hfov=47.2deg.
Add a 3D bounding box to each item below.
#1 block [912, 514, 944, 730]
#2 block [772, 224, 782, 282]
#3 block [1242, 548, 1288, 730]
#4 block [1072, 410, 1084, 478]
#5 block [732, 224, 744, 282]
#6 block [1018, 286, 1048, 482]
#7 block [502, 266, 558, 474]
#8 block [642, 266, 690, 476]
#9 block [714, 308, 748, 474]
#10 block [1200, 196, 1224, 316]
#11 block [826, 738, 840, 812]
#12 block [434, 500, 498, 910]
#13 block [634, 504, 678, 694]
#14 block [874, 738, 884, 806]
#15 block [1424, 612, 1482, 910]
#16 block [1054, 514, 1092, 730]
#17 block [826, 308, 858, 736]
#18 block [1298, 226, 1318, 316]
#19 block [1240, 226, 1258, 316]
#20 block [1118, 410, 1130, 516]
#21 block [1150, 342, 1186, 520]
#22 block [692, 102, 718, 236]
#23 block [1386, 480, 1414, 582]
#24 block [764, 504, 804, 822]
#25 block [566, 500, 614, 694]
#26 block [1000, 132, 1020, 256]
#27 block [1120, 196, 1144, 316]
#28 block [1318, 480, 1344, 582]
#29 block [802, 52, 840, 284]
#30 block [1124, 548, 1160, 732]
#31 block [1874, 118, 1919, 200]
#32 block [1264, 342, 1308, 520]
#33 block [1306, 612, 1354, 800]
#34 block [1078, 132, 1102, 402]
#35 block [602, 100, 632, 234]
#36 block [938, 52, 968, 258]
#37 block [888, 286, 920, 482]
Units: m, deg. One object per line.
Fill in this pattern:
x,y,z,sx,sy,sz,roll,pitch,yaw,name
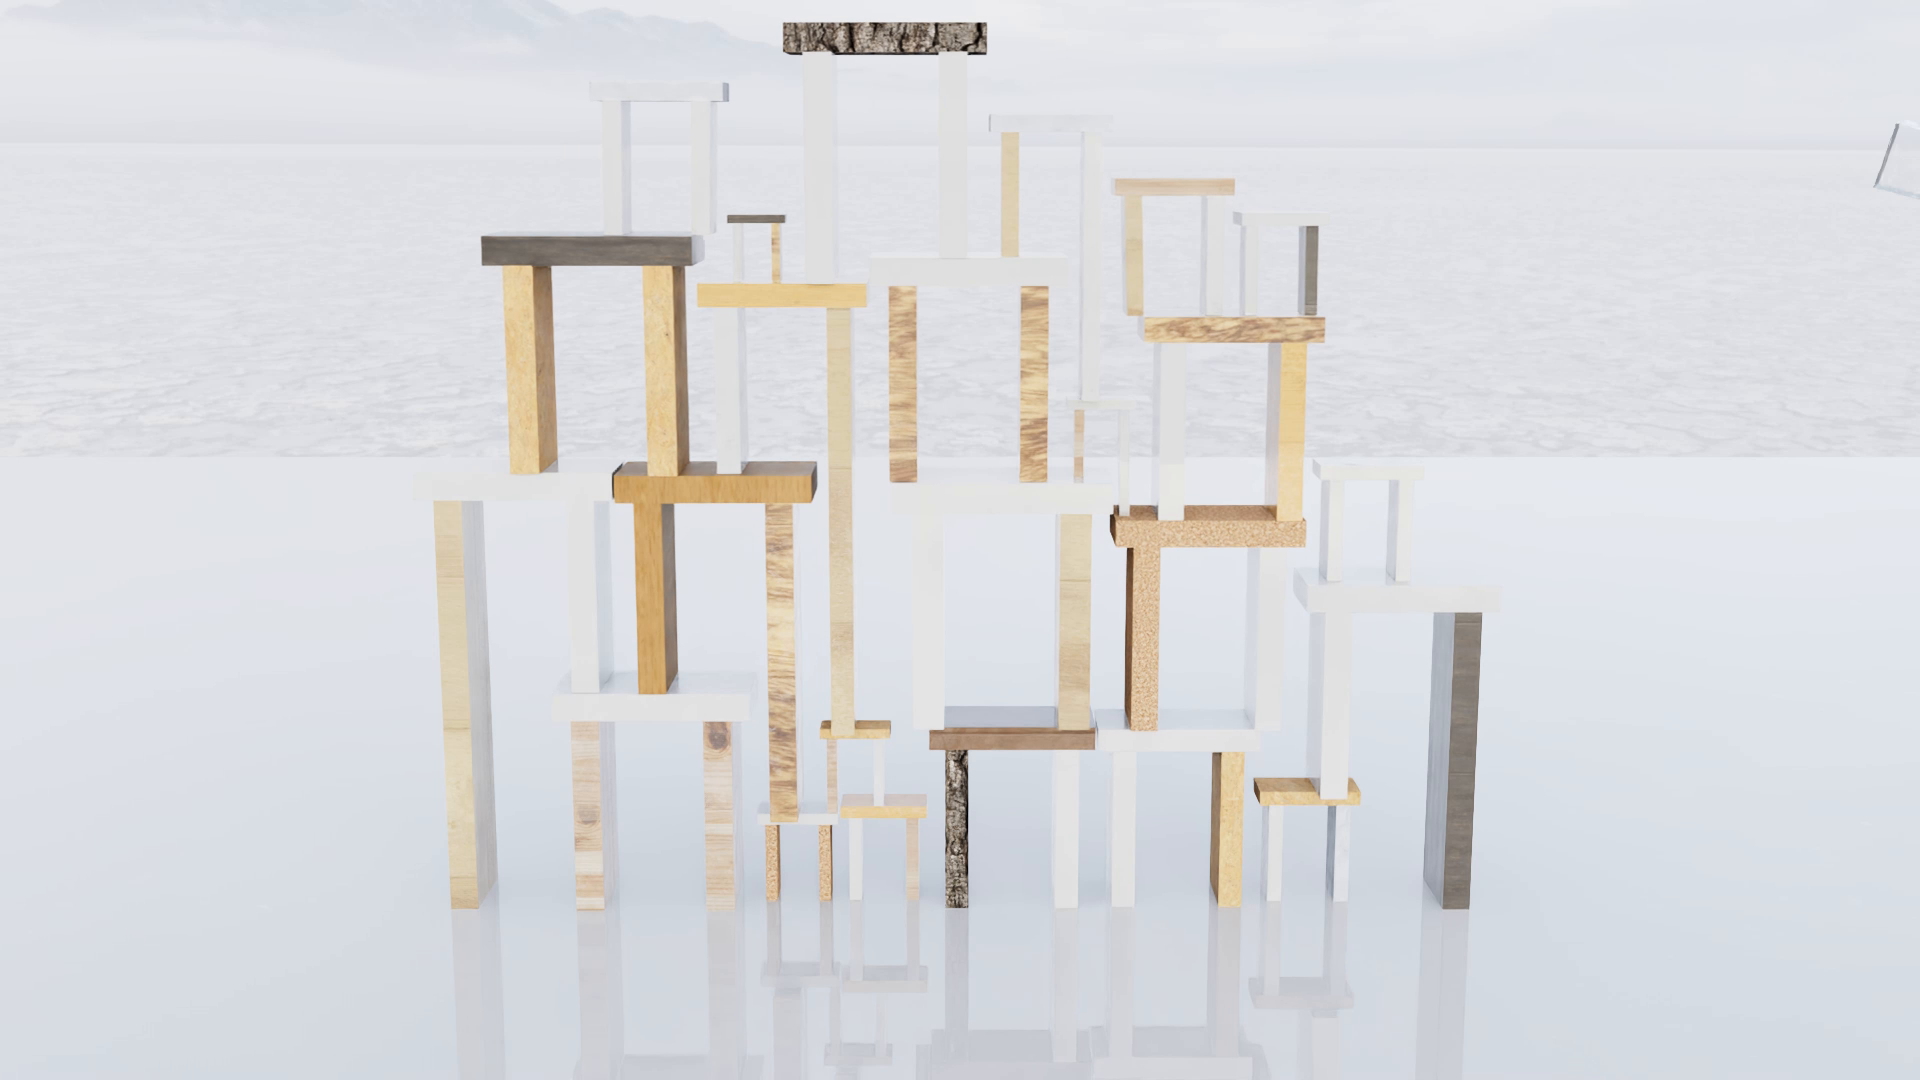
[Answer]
-0.051,0.116,3.584,0.050,0.351,0.176,0,11,0,block
-0.289,-0.455,3.471,0.013,0.091,0.045,0,11,0,block
0.497,0.146,3.592,0.043,0.302,0.151,0,11,0,block
0.190,-0.159,3.529,0.015,0.109,0.054,0,11,1,block
-0.349,-0.455,3.470,0.013,0.091,0.045,0,11,0,block
0.116,-0.257,3.514,0.044,0.308,0.154,0,11,0,block
-0.684,-0.278,3.505,0.046,0.325,0.162,0,11,0,block
-0.467,-0.276,3.503,0.046,0.328,0.162,0,11,0,block
-0.365,-0.245,3.513,0.037,0.263,0.131,0,11,0,block
0.399,-0.452,3.479,0.026,0.186,0.093,0,11,0,block
-0.209,0.381,3.628,0.016,0.126,0.057,0,11,0,block
-0.810,0.256,3.611,0.044,0.677,0.157,0,11,0,block
-0.493,0.081,3.569,0.044,0.310,0.155,0,11,0,block
-0.133,0.376,3.627,0.016,0.114,0.057,0,11,0,block
0.811,0.346,3.625,0.044,0.497,0.154,0,11,0,block
0.183,0.116,3.583,0.050,0.351,0.176,0,11,0,block
-0.189,-0.036,3.552,0.037,0.689,0.131,0,11,0,block
0.551,-0.428,3.481,0.020,0.140,0.070,-1,11,0,block
0.457,-0.429,3.481,0.020,0.139,0.070,-1,11,0,block
0.263,-0.128,3.536,0.015,0.172,0.054,0,10,0,block
0.334,-0.182,3.526,0.040,0.282,0.141,0,11,0,block
-0.401,-0.584,3.452,0.029,0.204,0.102,1,11,0,block
0.710,-0.022,3.552,0.023,0.165,0.082,0,11,0,block
-0.285,0.186,3.589,0.044,0.524,0.155,0,11,0,block
-0.601,0.078,3.578,0.044,0.313,0.157,0,11,0,block
0.079,-0.544,3.458,0.027,0.191,0.095,0,11,0,block
0.272,-0.451,3.477,0.026,0.186,0.093,-2,11,0,block
0.600,-0.022,3.554,0.023,0.165,0.082,0,11,0,block
-0.217,-0.583,3.448,0.044,0.351,0.155,0,11,0,block
0.297,0.146,3.590,0.043,0.301,0.151,0,11,0,block
1.988,-0.782,4.544,0.135,0.135,0.135,21,23,23,block
0.521,-0.182,3.525,0.040,0.282,0.141,0,11,-1,block
0.604,0.253,3.606,0.044,0.309,0.154,0,11,0,block
0.205,-0.433,3.480,0.027,0.418,0.095,0,10,-1,block
-0.538,-0.585,3.452,0.029,0.204,0.102,1,11,0,block
-0.010,-0.603,3.445,0.044,0.310,0.155,0,11,0,block
-0.089,-0.257,3.514,0.044,0.308,0.154,0,11,0,block
